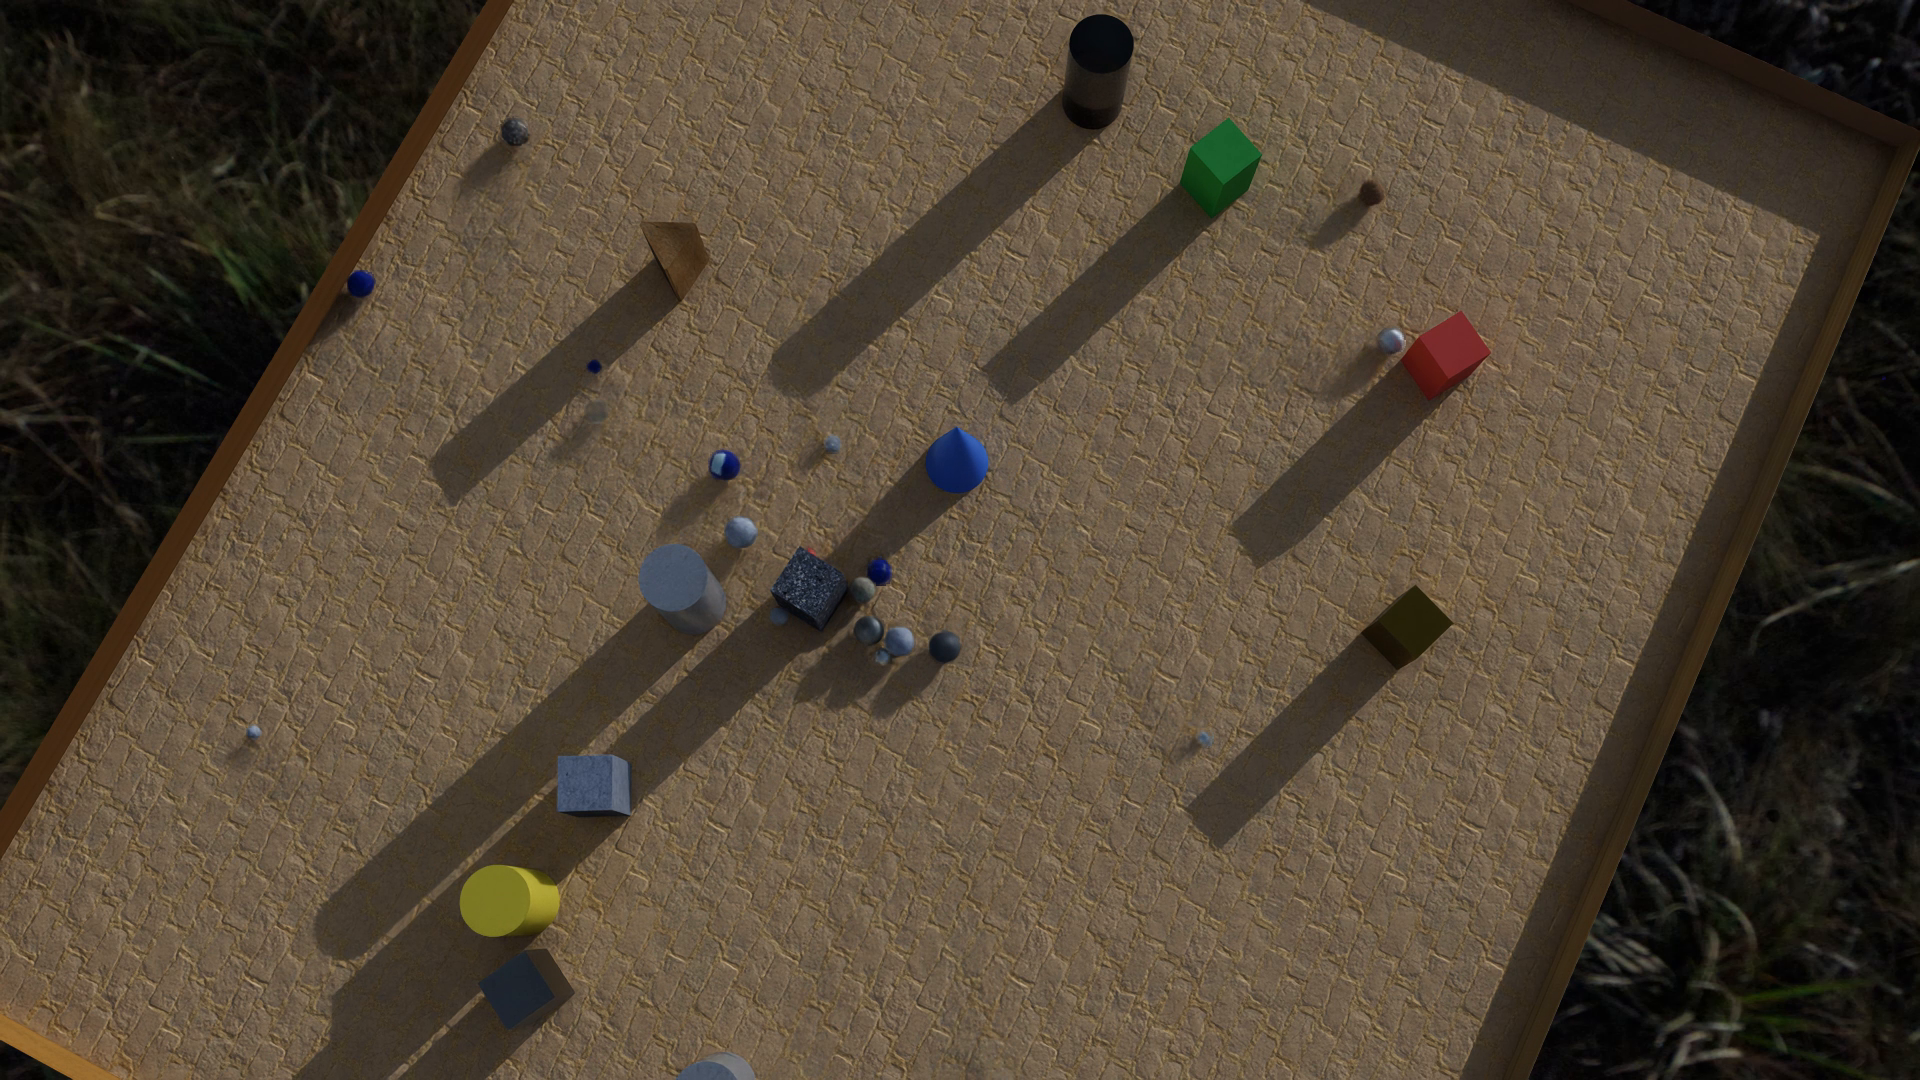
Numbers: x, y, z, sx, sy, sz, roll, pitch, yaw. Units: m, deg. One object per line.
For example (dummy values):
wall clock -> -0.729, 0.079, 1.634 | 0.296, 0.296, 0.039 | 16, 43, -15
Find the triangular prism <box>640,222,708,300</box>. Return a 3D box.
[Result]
triangular prism -> -0.900, -0.888, 5.651 | 0.146, 0.292, 0.168 | 31, 80, 6

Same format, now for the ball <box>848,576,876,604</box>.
ball -> -0.297, 0.151, 5.544 | 0.081, 0.081, 0.081 | 0, 78, 0

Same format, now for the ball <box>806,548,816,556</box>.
ball -> -0.459, 0.047, 5.585 | 0.043, 0.043, 0.043 | 0, 78, 0

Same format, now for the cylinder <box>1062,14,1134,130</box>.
cylinder -> 0.427, -1.455, 5.715 | 0.194, 0.396, 0.194 | 0, 78, 0

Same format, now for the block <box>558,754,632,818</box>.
block -> -1.058, 0.716, 5.317 | 0.155, 0.296, 0.155 | -2, 78, 0

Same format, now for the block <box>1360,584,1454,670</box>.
block -> 1.325, 0.262, 5.441 | 0.155, 0.237, 0.155 | -42, 81, -8

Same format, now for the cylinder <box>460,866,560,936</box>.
cylinder -> -1.276, 1.028, 5.212 | 0.194, 0.376, 0.194 | 0, 78, 0

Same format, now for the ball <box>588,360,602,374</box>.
ball -> -1.138, -0.540, 5.707 | 0.041, 0.041, 0.041 | 0, 78, 0

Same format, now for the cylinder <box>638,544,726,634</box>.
cylinder -> -0.808, 0.149, 5.369 | 0.194, 0.425, 0.194 | 0, 78, 0

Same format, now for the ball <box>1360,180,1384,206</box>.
ball -> 1.305, -1.101, 5.805 | 0.078, 0.078, 0.078 | 0, 78, 0

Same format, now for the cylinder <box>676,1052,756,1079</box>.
cylinder -> -0.685, 1.541, 5.114 | 0.194, 0.360, 0.194 | 0, 78, 0

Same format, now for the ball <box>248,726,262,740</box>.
ball -> -2.109, 0.576, 5.476 | 0.041, 0.041, 0.041 | 0, 78, 0

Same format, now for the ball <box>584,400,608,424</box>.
ball -> -1.124, -0.396, 5.663 | 0.070, 0.070, 0.070 | 0, 78, 0

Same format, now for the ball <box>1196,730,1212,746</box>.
ball -> 0.727, 0.590, 5.471 | 0.046, 0.046, 0.046 | 0, 78, 0

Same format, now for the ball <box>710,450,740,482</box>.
ball -> -0.720, -0.228, 5.615 | 0.095, 0.095, 0.095 | 0, 78, 0

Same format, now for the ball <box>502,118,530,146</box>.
ball -> -1.417, -1.299, 5.842 | 0.086, 0.086, 0.086 | 0, 78, 0

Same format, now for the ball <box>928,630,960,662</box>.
ball -> -0.045, 0.319, 5.501 | 0.096, 0.096, 0.096 | 0, 78, 0

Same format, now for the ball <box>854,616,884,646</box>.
ball -> -0.274, 0.273, 5.514 | 0.091, 0.091, 0.091 | 0, 78, 0

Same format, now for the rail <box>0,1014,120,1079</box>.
rail -> -1.115, 2.191, 5.098 | 4.265, 0.126, 0.045 | 26, 80, 5

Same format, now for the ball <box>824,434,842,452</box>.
ball -> -0.393, -0.299, 5.651 | 0.053, 0.053, 0.053 | 0, 78, 0

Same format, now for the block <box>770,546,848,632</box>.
block -> -0.444, 0.149, 5.454 | 0.155, 0.258, 0.155 | 32, 80, 6

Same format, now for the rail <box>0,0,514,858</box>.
rail -> -1.886, -0.917, 5.741 | 0.045, 0.126, 5.035 | 26, 80, 5

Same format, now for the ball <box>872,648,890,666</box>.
ball -> -0.237, 0.352, 5.516 | 0.055, 0.055, 0.055 | 0, 78, 0

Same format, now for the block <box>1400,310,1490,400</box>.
block -> 1.485, -0.562, 5.612 | 0.155, 0.237, 0.155 | -31, 80, -6

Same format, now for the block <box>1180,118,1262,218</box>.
block -> 0.811, -1.157, 5.716 | 0.155, 0.275, 0.155 | -39, 81, -7

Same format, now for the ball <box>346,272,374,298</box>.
ball -> -1.878, -0.800, 5.741 | 0.082, 0.082, 0.082 | 0, 78, 0

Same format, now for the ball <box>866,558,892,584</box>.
ball -> -0.245, 0.095, 5.558 | 0.076, 0.076, 0.076 | 0, 78, 0

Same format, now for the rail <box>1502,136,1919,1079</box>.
rail -> 1.886, 0.930, 5.359 | 0.045, 0.126, 5.035 | 26, 80, 5

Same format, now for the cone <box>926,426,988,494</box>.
cone -> -0.009, -0.282, 5.458 | 0.194, 0.424, 0.194 | 0, 78, 0

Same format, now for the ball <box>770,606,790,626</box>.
ball -> -0.544, 0.231, 5.540 | 0.057, 0.057, 0.057 | 0, 78, 0

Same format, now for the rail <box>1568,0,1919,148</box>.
rail -> 1.115, -2.177, 6.002 | 4.265, 0.126, 0.045 | 26, 80, 5

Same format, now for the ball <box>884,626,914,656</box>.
ball -> -0.184, 0.304, 5.508 | 0.089, 0.089, 0.089 | 0, 78, 0

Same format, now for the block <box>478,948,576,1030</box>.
block -> -1.229, 1.275, 5.211 | 0.155, 0.277, 0.155 | -35, 80, -7

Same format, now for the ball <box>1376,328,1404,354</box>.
ball -> 1.339, -0.621, 5.703 | 0.083, 0.083, 0.083 | 0, 78, 0

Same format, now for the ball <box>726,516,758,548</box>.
ball -> -0.665, -0.023, 5.572 | 0.097, 0.097, 0.097 | 0, 78, 0
